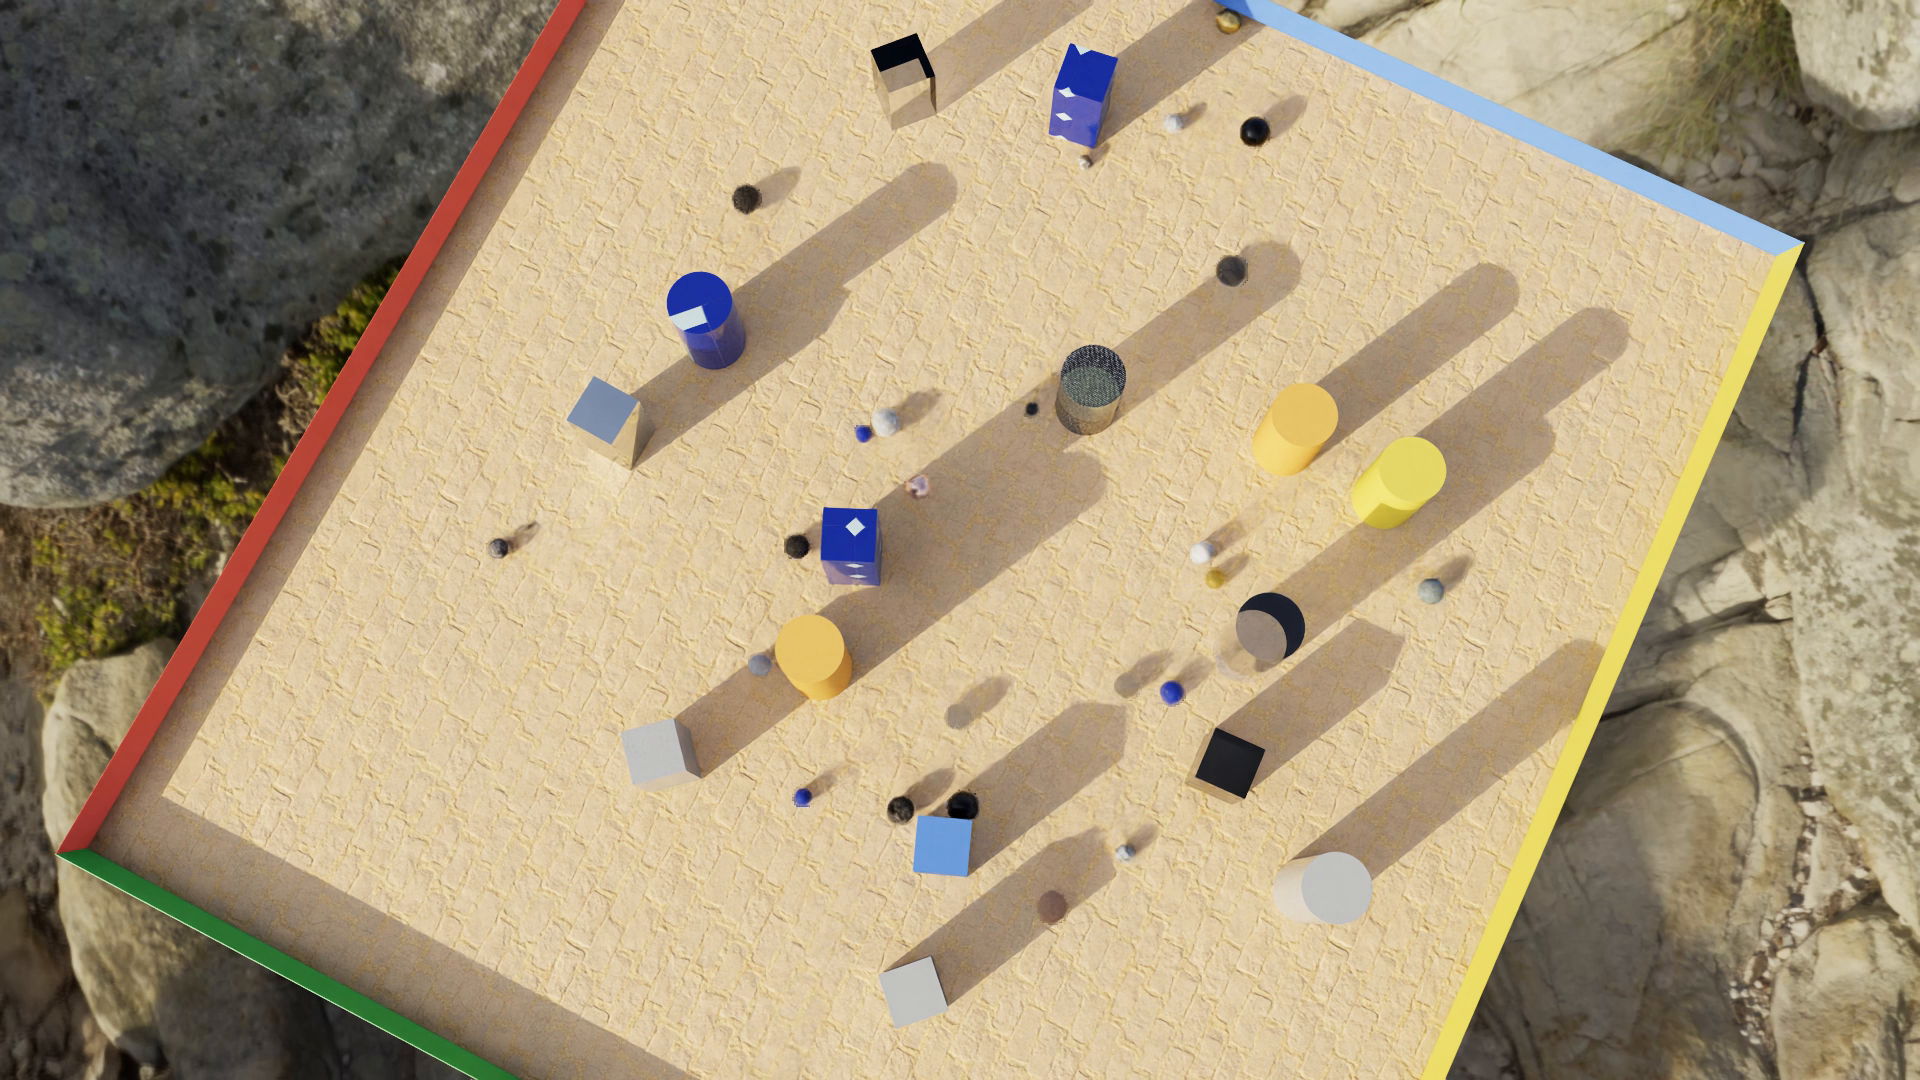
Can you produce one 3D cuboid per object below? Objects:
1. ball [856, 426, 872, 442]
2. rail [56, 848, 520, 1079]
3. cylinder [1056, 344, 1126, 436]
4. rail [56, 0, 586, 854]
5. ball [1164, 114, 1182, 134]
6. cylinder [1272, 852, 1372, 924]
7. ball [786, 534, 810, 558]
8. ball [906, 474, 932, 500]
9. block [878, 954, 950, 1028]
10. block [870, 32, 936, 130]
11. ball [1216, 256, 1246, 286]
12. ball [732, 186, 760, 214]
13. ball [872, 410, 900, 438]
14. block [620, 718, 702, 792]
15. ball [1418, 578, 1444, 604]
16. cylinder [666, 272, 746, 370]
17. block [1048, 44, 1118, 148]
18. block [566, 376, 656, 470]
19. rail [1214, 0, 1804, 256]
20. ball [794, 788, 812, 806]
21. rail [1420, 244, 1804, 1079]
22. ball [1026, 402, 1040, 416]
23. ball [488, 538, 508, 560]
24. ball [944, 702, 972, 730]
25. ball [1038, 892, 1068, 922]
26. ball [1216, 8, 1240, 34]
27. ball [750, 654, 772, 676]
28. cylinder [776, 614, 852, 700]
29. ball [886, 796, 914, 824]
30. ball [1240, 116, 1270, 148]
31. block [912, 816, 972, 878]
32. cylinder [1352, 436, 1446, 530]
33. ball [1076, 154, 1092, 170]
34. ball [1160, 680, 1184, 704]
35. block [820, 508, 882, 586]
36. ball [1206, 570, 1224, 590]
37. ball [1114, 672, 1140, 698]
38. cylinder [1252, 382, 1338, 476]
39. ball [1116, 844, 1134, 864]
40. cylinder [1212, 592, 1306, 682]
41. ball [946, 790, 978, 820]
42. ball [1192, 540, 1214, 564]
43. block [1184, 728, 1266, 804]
[{"bbox_3d":[-0.297,-0.327,5.657,0.052,0.052,0.052,0,78,0],"label":"ball"},{"bbox_3d":[-0.887,1.744,5.190,3.847,0.126,0.045,26,80,5],"label":"rail"},{"bbox_3d":[0.393,-0.450,5.547,0.193,0.319,0.193,0,78,0],"label":"cylinder"},{"bbox_3d":[-1.699,-0.825,5.722,0.045,0.126,4.015,26,80,5],"label":"rail"},{"bbox_3d":[0.683,-1.330,5.861,0.060,0.060,0.060,0,78,0],"label":"ball"},{"bbox_3d":[1.018,0.986,5.175,0.193,0.464,0.193,0,78,0],"label":"cylinder"},{"bbox_3d":[-0.494,0.020,5.574,0.075,0.075,0.075,0,78,0],"label":"ball"},{"bbox_3d":[-0.125,-0.162,5.609,0.080,0.080,0.080,0,78,0],"label":"ball"},{"bbox_3d":[-0.130,1.283,5.215,0.155,0.267,0.155,-19,79,-4],"label":"block"},{"bbox_3d":[-0.176,-1.440,5.774,0.155,0.276,0.155,-21,79,-4],"label":"block"},{"bbox_3d":[0.849,-0.841,5.741,0.097,0.097,0.097,0,78,0],"label":"ball"},{"bbox_3d":[-0.676,-1.076,5.793,0.089,0.089,0.089,0,78,0],"label":"ball"},{"bbox_3d":[-0.227,-0.359,5.647,0.087,0.087,0.087,0,78,0],"label":"ball"},{"bbox_3d":[-0.866,0.628,5.323,0.155,0.320,0.155,-15,79,-3],"label":"block"},{"bbox_3d":[1.425,0.155,5.543,0.081,0.081,0.081,0,78,0],"label":"ball"},{"bbox_3d":[-0.768,-0.663,5.571,0.193,0.358,0.193,0,78,0],"label":"cylinder"},{"bbox_3d":[0.383,-1.384,5.730,0.155,0.338,0.155,19,79,4],"label":"block"},{"bbox_3d":[-1.047,-0.348,5.524,0.155,0.322,0.155,29,80,6],"label":"block"},{"bbox_3d":[0.887,-1.731,5.910,3.847,0.126,0.045,26,80,5],"label":"rail"},{"bbox_3d":[-0.465,0.761,5.432,0.053,0.053,0.053,0,78,0],"label":"ball"},{"bbox_3d":[1.699,0.839,5.378,0.045,0.126,4.015,26,80,5],"label":"rail"},{"bbox_3d":[0.223,-0.405,5.678,0.043,0.043,0.043,0,78,0],"label":"ball"},{"bbox_3d":[-1.406,0.027,5.579,0.062,0.062,0.062,0,78,0],"label":"ball"},{"bbox_3d":[-0.005,0.527,5.466,0.082,0.082,0.082,0,78,0],"label":"ball"},{"bbox_3d":[0.270,1.070,5.350,0.088,0.088,0.088,0,78,0],"label":"ball"},{"bbox_3d":[0.864,-1.676,5.923,0.078,0.078,0.078,0,78,0],"label":"ball"},{"bbox_3d":[-0.598,0.376,5.504,0.069,0.069,0.069,0,78,0],"label":"ball"},{"bbox_3d":[-0.421,0.346,5.332,0.193,0.417,0.193,0,78,0],"label":"cylinder"},{"bbox_3d":[-0.176,0.798,5.410,0.081,0.081,0.081,0,78,0],"label":"ball"},{"bbox_3d":[0.938,-1.299,5.836,0.096,0.096,0.096,0,78,0],"label":"ball"},{"bbox_3d":[-0.050,0.888,5.304,0.155,0.253,0.155,5,78,1],"label":"block"},{"bbox_3d":[1.303,-0.166,5.459,0.193,0.375,0.193,0,78,0],"label":"cylinder"},{"bbox_3d":[0.396,-1.205,5.842,0.047,0.047,0.047,0,78,0],"label":"ball"},{"bbox_3d":[0.633,0.455,5.486,0.071,0.071,0.071,0,78,0],"label":"ball"},{"bbox_3d":[-0.317,0.023,5.417,0.155,0.380,0.155,2,78,0],"label":"block"},{"bbox_3d":[0.774,0.119,5.561,0.060,0.060,0.060,0,78,0],"label":"ball"},{"bbox_3d":[0.499,0.436,5.488,0.076,0.076,0.076,0,78,0],"label":"ball"},{"bbox_3d":[1.002,-0.328,5.501,0.193,0.359,0.193,0,78,0],"label":"cylinder"},{"bbox_3d":[0.486,0.924,5.397,0.055,0.055,0.055,0,78,0],"label":"ball"},{"bbox_3d":[0.860,0.288,5.313,0.193,0.477,0.193,0,78,0],"label":"cylinder"},{"bbox_3d":[0.008,0.787,5.405,0.095,0.095,0.095,0,78,0],"label":"ball"},{"bbox_3d":[0.739,0.037,5.574,0.068,0.068,0.068,0,78,0],"label":"ball"},{"bbox_3d":[0.771,0.662,5.348,0.155,0.258,0.155,24,79,5],"label":"block"}]
